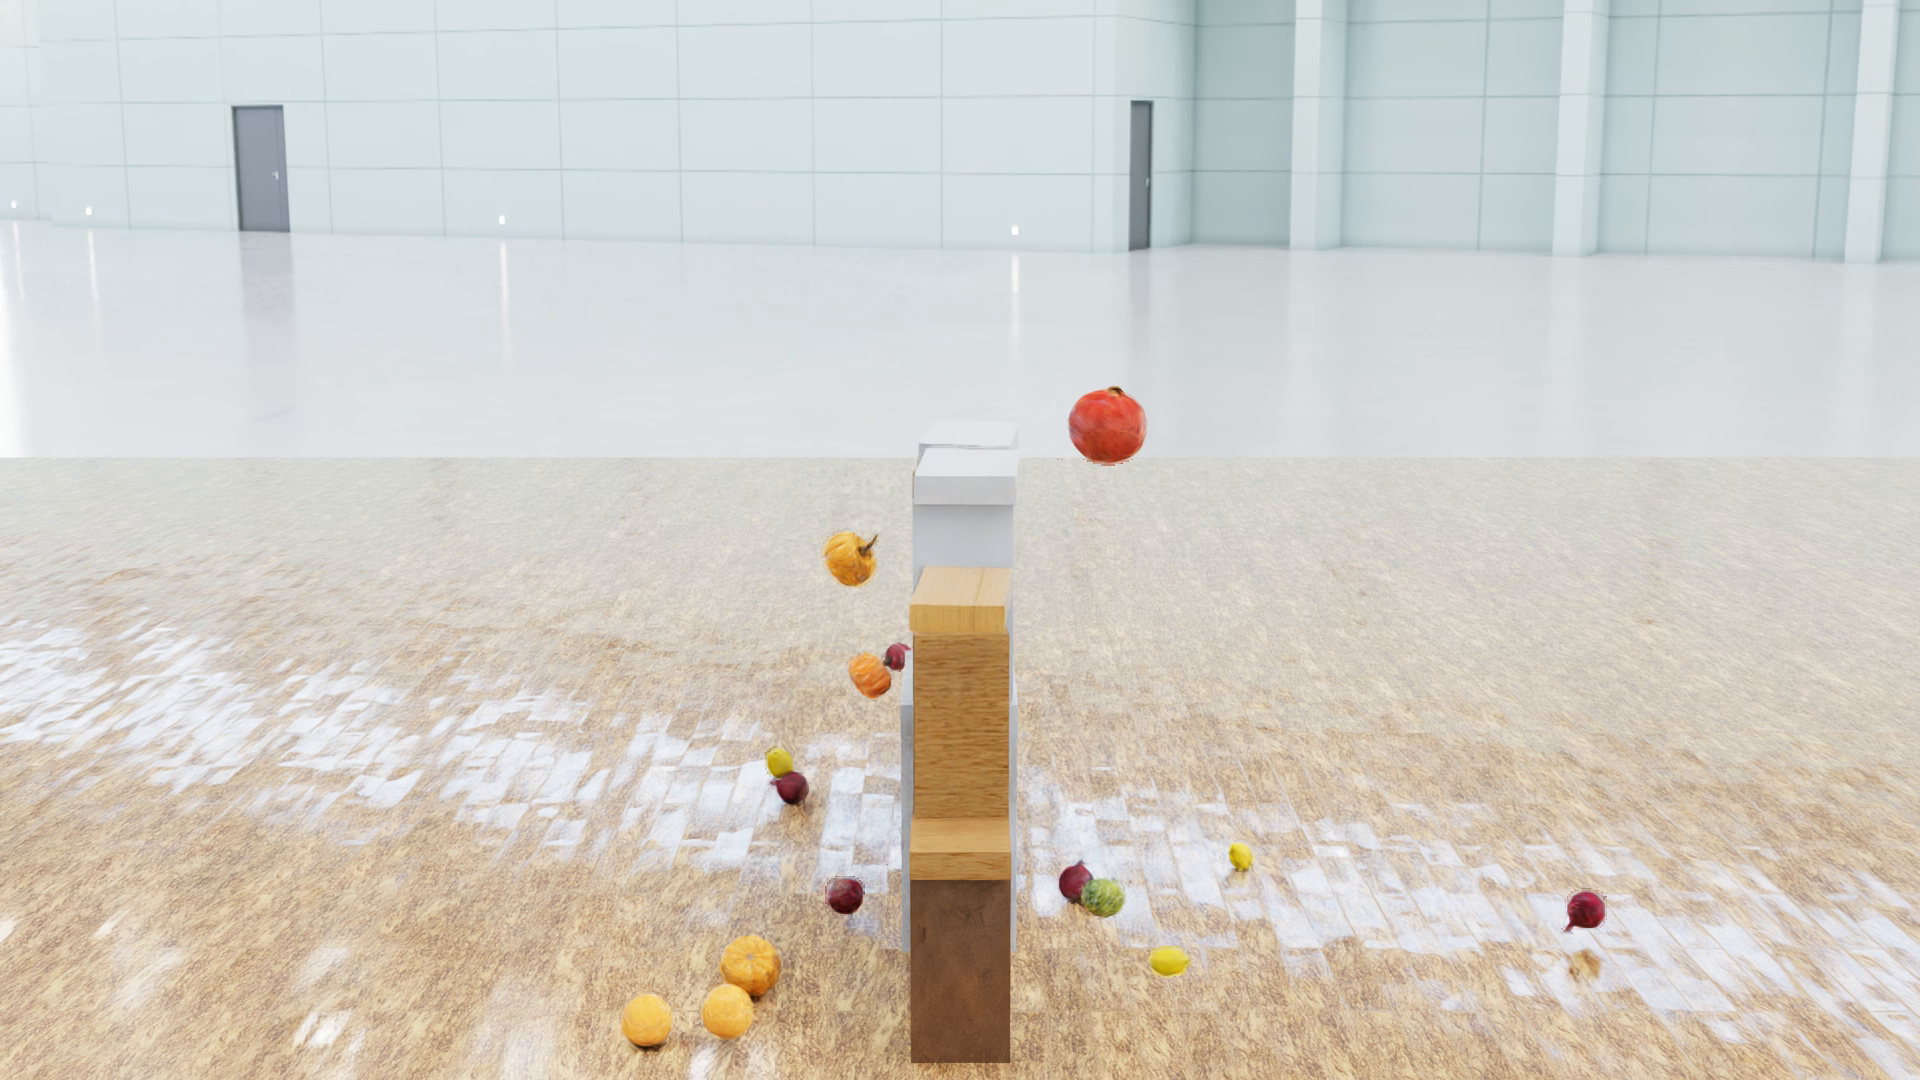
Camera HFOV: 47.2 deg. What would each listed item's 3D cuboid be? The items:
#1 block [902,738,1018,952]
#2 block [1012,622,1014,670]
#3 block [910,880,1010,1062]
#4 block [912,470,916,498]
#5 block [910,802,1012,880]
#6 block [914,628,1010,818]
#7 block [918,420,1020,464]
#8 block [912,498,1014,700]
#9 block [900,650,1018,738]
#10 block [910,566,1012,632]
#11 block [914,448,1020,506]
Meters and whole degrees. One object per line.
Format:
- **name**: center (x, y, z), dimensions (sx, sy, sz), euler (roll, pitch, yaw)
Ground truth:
- **block**: center (-0.001, 0.460, 3.401), dimensions (0.177, 0.354, 0.050), euler (0, 11, 0)
- **block**: center (0.010, 0.056, 3.508), dimensions (0.151, 0.301, 0.043), euler (0, 10, 0)
- **block**: center (0.001, 0.577, 2.996), dimensions (0.135, 0.271, 0.038), euler (0, 11, 0)
- **block**: center (-0.003, 0.034, 3.633), dimensions (0.149, 0.299, 0.042), euler (0, 1, 0)
- **block**: center (0.001, 0.409, 3.057), dimensions (0.135, 0.038, 0.271), euler (0, 11, 0)
- **block**: center (0.002, 0.255, 3.060), dimensions (0.131, 0.262, 0.037), euler (-1, 11, -4)
- **block**: center (0.018, -0.162, 3.735), dimensions (0.149, 0.042, 0.299), euler (2, 11, 4)
- **block**: center (0.004, 0.090, 3.319), dimensions (0.151, 0.301, 0.043), euler (0, 7, 0)
- **block**: center (-0.001, 0.240, 3.480), dimensions (0.177, 0.050, 0.354), euler (0, 11, 0)
- **block**: center (0.004, 0.084, 3.160), dimensions (0.131, 0.037, 0.262), euler (1, 11, 4)
- **block**: center (0.014, -0.099, 3.394), dimensions (0.151, 0.043, 0.302), euler (0, 10, 3)
